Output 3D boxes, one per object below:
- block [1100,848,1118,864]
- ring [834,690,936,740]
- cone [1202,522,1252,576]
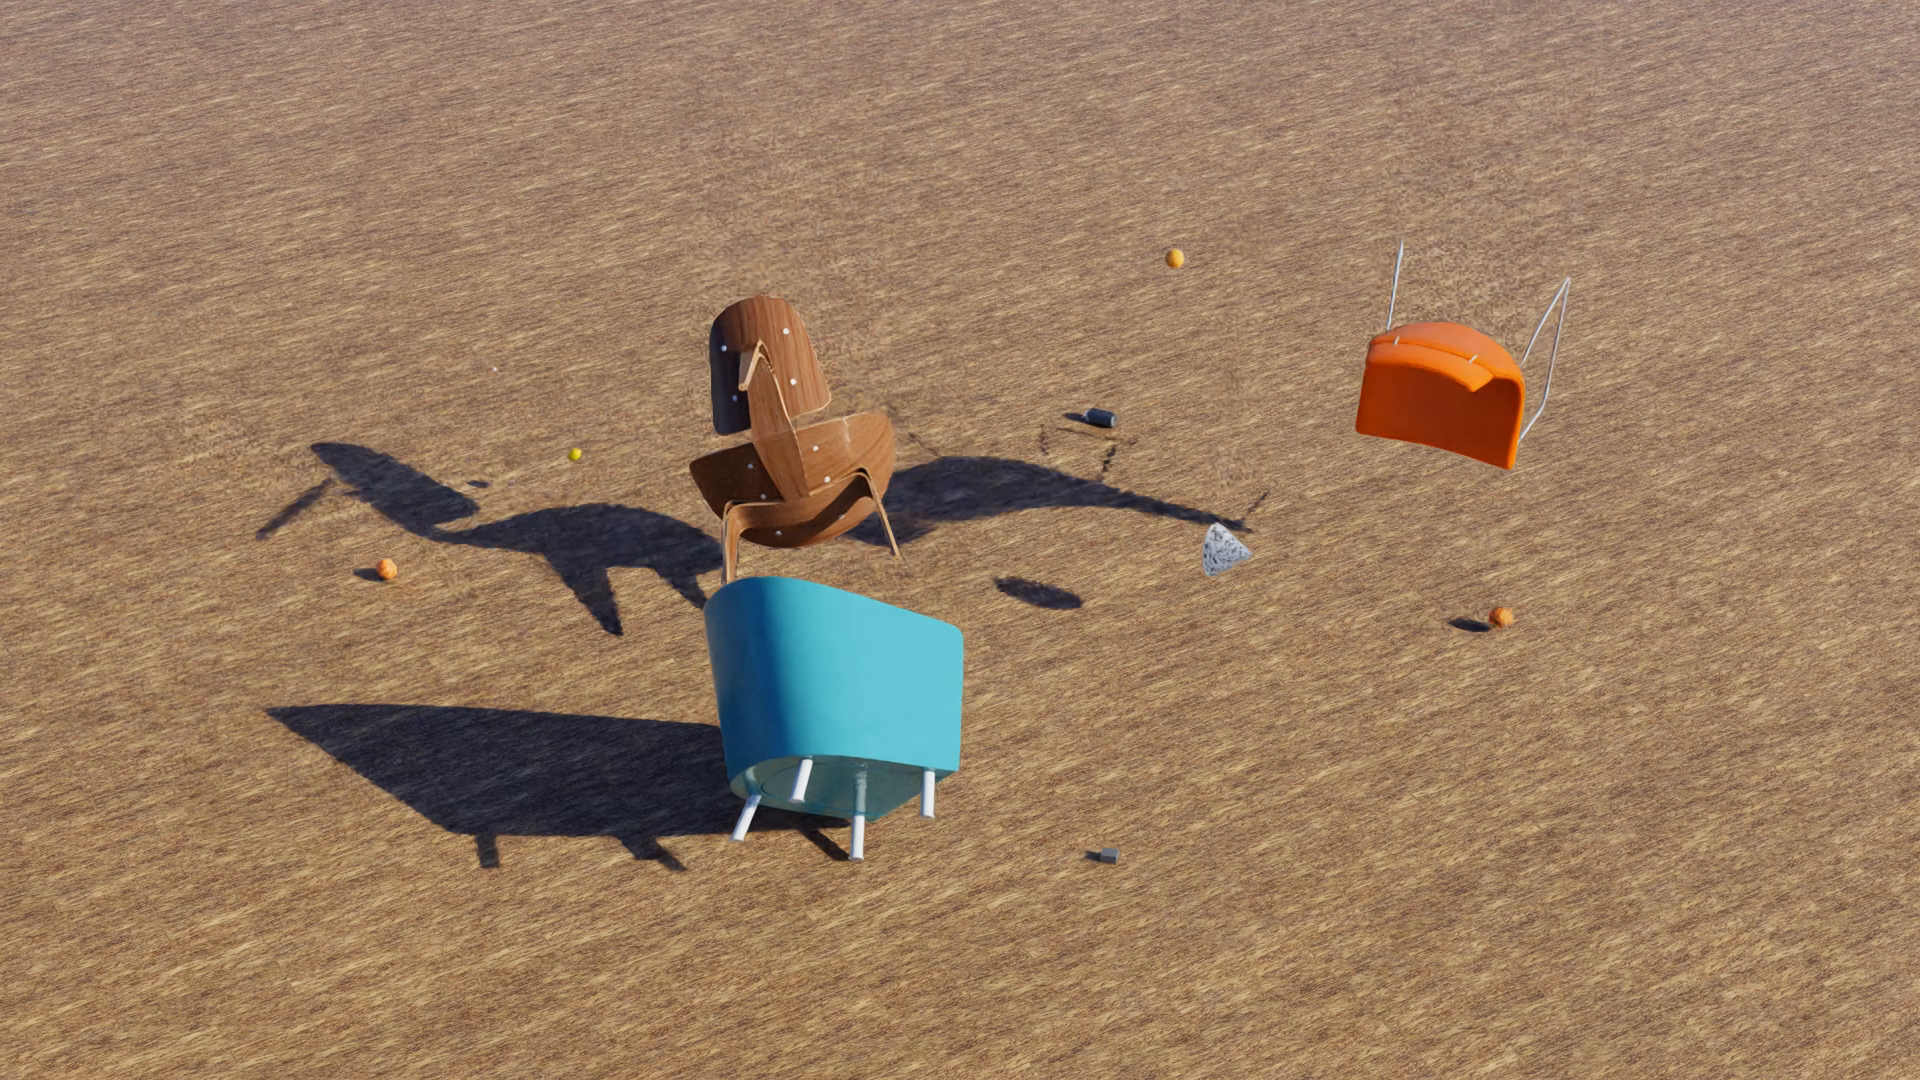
[{"bbox_3d":[0.478,1.011,9.383,0.050,0.030,0.041,8,34,12],"label":"block"},{"bbox_3d":[-0.255,0.594,9.945,0.364,0.108,0.165,-11,36,-17],"label":"ring"},{"bbox_3d":[0.954,0.042,10.213,0.165,0.193,0.140,7,-1,39],"label":"cone"}]
